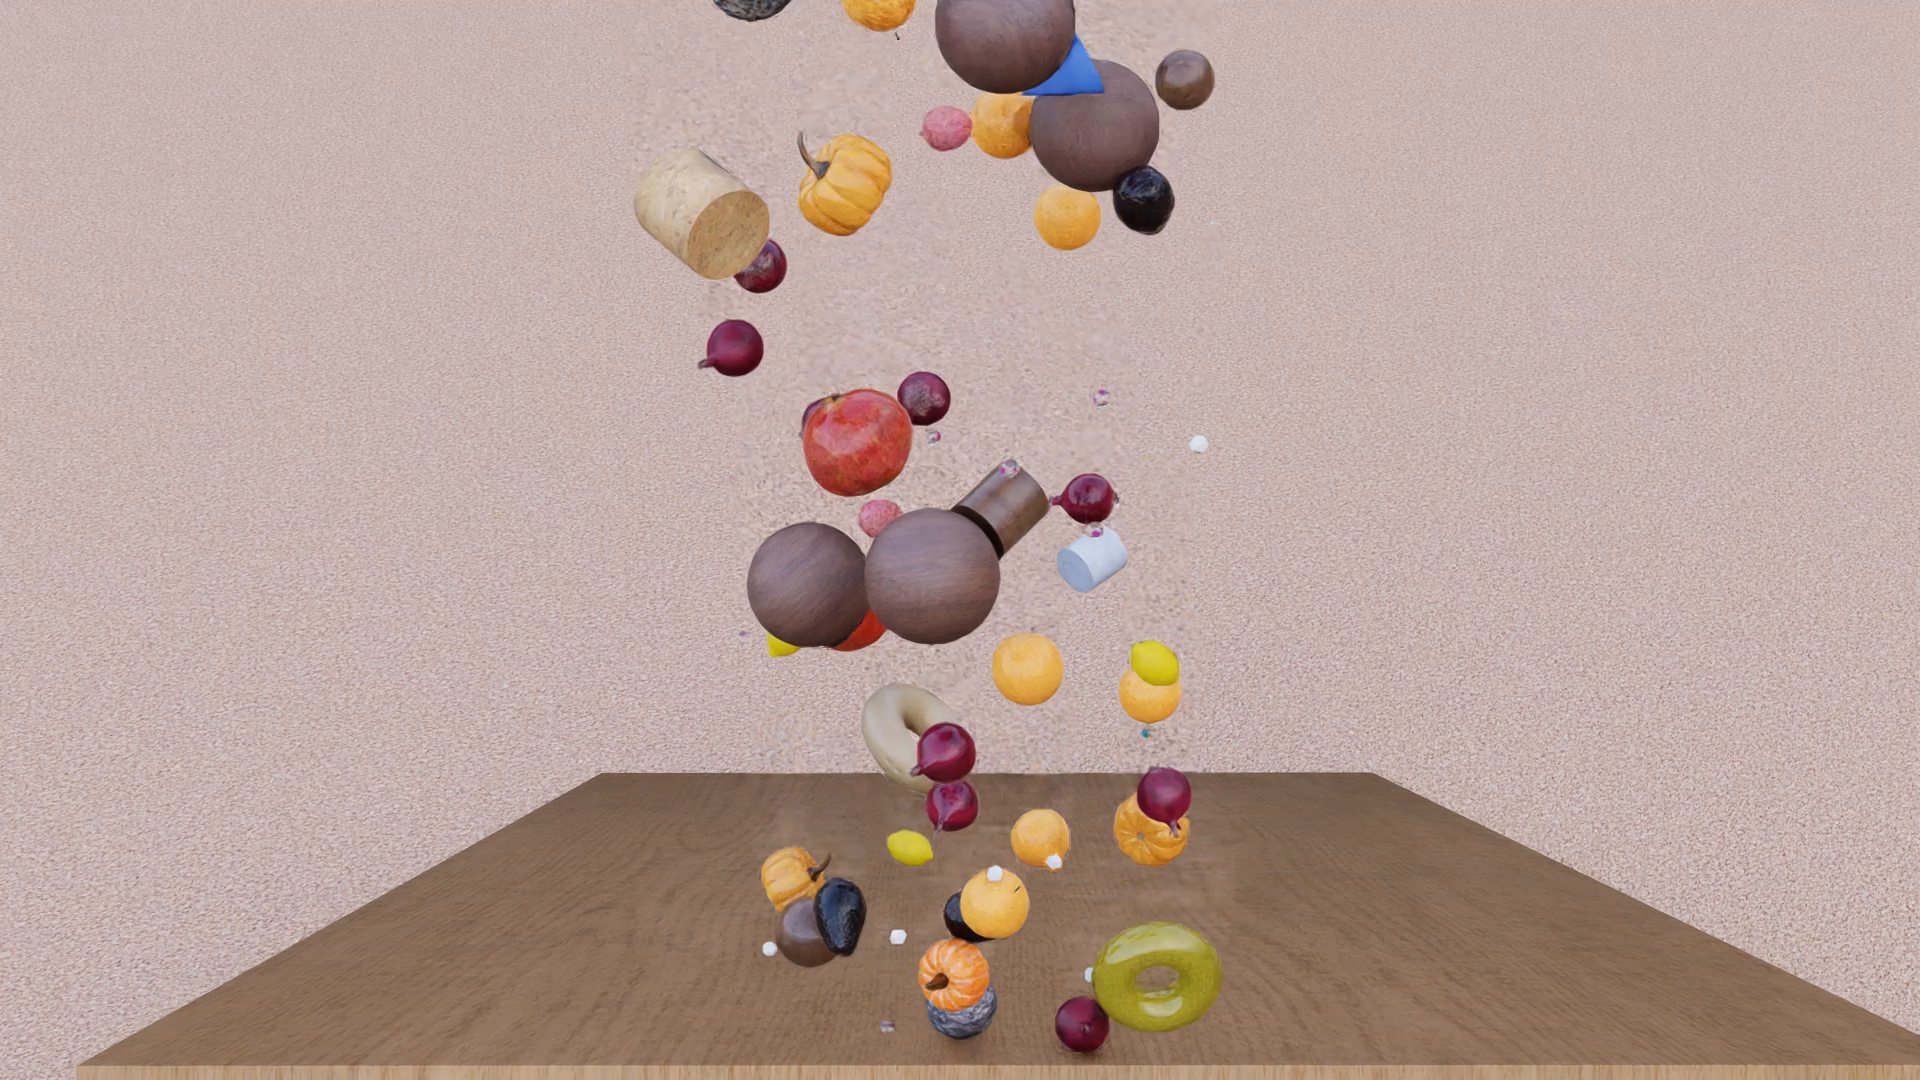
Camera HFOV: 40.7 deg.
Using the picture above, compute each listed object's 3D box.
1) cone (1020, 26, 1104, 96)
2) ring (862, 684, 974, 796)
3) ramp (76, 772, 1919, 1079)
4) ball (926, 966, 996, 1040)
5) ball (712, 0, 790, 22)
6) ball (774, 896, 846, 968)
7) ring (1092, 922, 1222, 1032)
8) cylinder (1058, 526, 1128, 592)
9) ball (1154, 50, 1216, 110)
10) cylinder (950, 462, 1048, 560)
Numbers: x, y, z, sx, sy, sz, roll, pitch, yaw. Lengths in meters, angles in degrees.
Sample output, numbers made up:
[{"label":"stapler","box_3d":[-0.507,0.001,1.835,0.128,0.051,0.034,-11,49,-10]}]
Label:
[{"label":"cone","box_3d":[0.087,-0.432,2.424,0.071,0.071,0.071,-28,35,2]},{"label":"ring","box_3d":[-0.049,0.229,2.978,0.148,0.049,0.148,30,33,-22]},{"label":"ramp","box_3d":[0.071,0.628,4.721,2.000,0.100,4.000,0,-1,0]},{"label":"ball","box_3d":[0.001,0.516,2.886,0.079,0.079,0.079,0,32,0]},{"label":"ball","box_3d":[-0.196,-0.533,2.433,0.091,0.091,0.091,0,32,0]},{"label":"ball","box_3d":[-0.178,0.465,3.078,0.085,0.085,0.085,0,32,0]},{"label":"ring","box_3d":[0.209,0.464,2.749,0.140,0.140,0.047,-1,33,-2]},{"label":"cylinder","box_3d":[0.142,0.020,2.774,0.053,0.053,0.053,-34,45,-31]},{"label":"ball","box_3d":[0.205,-0.419,2.360,0.055,0.055,0.055,0,32,0]},{"label":"cylinder","box_3d":[0.039,-0.028,2.499,0.067,0.067,0.067,27,58,36]}]
